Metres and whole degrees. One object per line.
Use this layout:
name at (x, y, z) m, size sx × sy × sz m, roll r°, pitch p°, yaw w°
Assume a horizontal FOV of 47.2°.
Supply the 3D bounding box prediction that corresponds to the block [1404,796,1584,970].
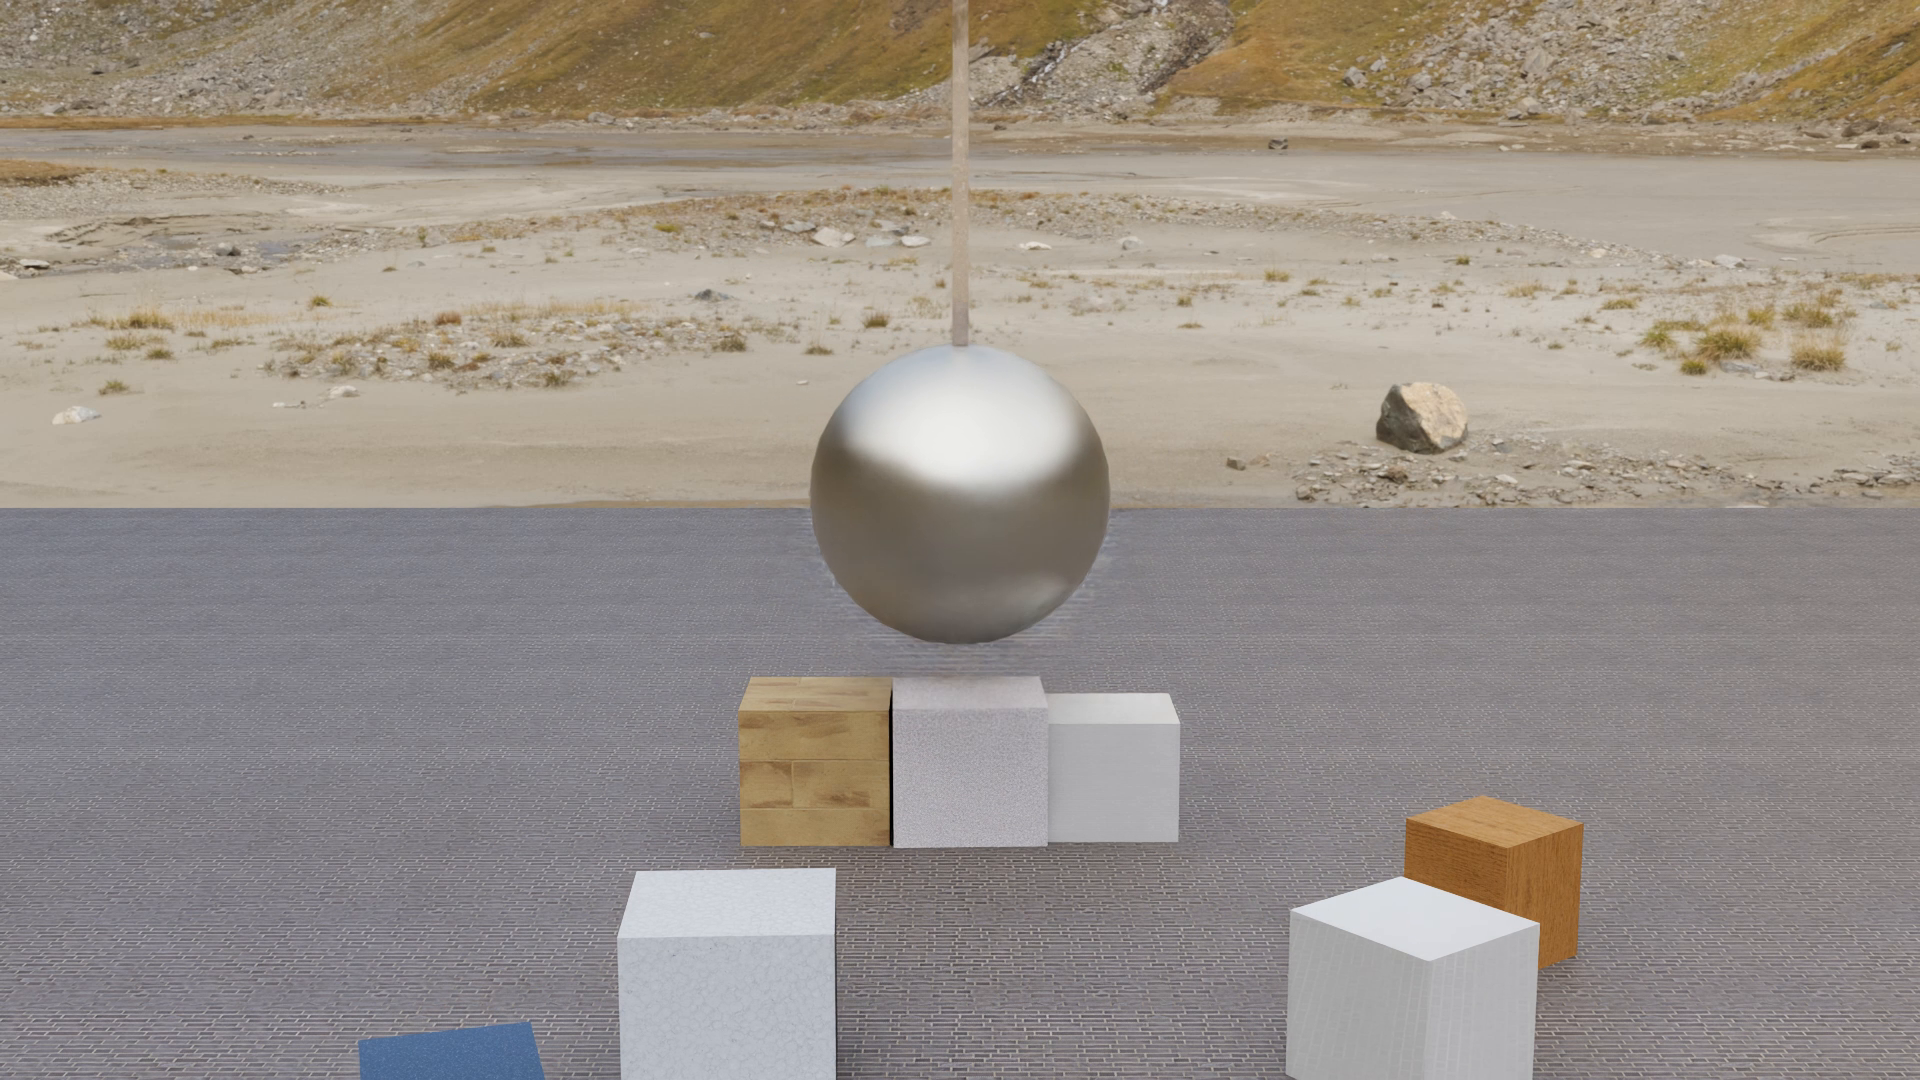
block at (2.318, 1.511, 9.584) m, size 0.535 × 0.598 × 0.534 m, roll -8°, pitch 13°, yaw -39°

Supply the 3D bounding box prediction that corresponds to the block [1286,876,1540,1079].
block at (1.691, 1.725, 8.247) m, size 0.622 × 0.656 × 0.667 m, roll -8°, pitch 13°, yaw -37°

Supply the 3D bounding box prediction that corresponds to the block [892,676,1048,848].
block at (0.043, 1.133, 11.323) m, size 0.774 × 0.719 × 0.653 m, roll 0°, pitch 10°, yaw -2°

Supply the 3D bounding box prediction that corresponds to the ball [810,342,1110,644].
ball at (0.000, -0.245, 11.681) m, size 1.600 × 1.600 × 1.600 m, roll 0°, pitch 10°, yaw 0°

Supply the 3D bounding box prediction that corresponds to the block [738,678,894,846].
block at (-0.730, 1.134, 11.367) m, size 0.751 × 0.703 × 0.696 m, roll 0°, pitch 10°, yaw 0°

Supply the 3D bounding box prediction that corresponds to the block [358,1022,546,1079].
block at (-1.677, 1.978, 7.285) m, size 0.575 × 0.501 × 0.605 m, roll -3°, pitch 11°, yaw -16°

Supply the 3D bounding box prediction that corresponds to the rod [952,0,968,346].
rod at (0.000, -3.522, 10.776) m, size 0.080 × 5.200 × 0.080 m, roll 0°, pitch 15°, yaw 0°

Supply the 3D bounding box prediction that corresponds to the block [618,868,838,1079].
block at (-0.850, 1.696, 8.241) m, size 0.770 × 0.715 × 0.725 m, roll 0°, pitch 10°, yaw -3°

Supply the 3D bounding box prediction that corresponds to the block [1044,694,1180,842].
block at (0.773, 1.171, 11.392) m, size 0.666 × 0.619 × 0.615 m, roll 0°, pitch 10°, yaw 0°
